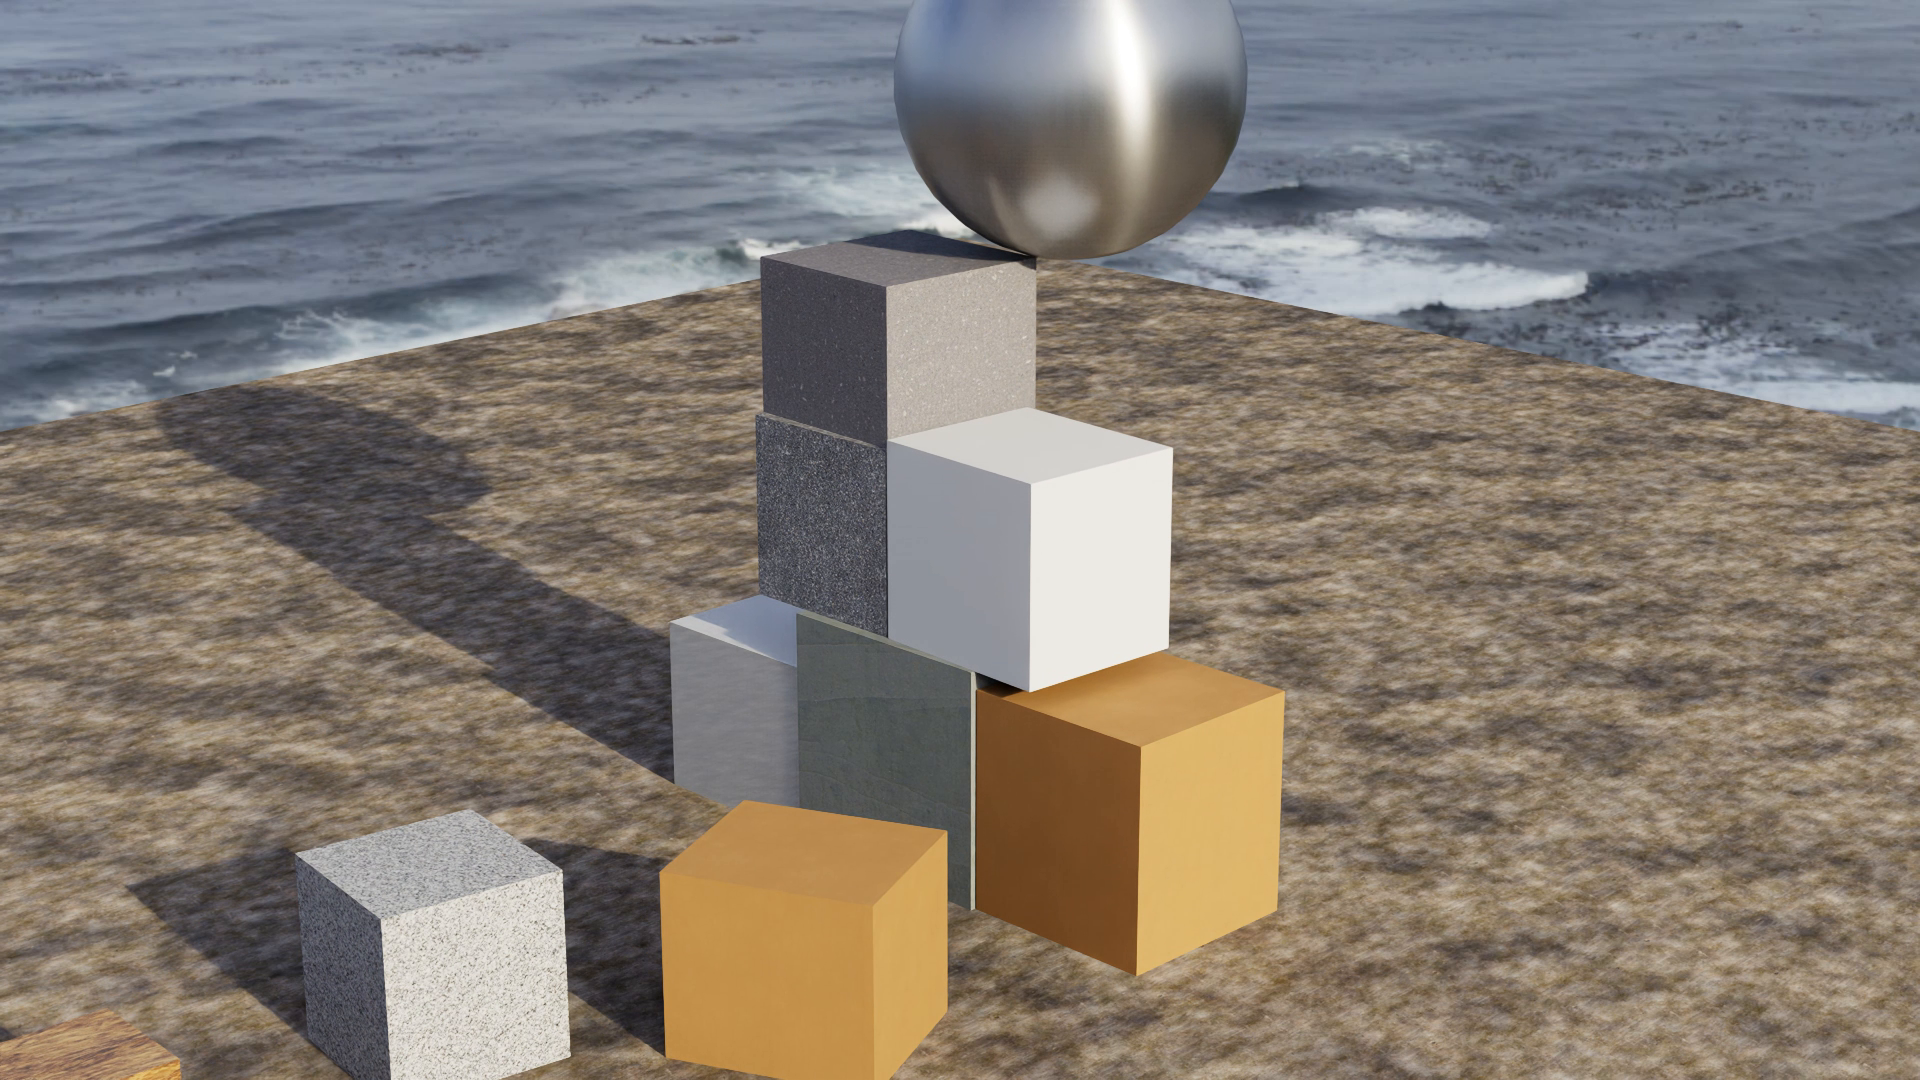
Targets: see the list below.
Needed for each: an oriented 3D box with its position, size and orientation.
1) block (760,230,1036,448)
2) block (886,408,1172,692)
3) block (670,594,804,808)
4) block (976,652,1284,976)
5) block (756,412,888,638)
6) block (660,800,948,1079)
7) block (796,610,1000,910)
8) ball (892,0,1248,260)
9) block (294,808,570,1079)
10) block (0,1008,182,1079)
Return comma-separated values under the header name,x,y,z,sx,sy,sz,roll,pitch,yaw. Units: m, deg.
name,x,y,z,sx,sy,sz,roll,pitch,yaw
block,-0.281,-0.939,13.444,0.908,0.731,0.871,-15,23,-40
block,0.302,0.020,12.974,0.846,0.926,0.928,-15,23,-40
block,-0.750,0.802,14.373,0.936,0.851,0.936,-17,24,-42
block,0.744,1.154,12.934,0.940,1.043,0.957,-17,24,-42
block,-0.339,-0.158,13.631,0.837,0.872,0.874,-17,24,-42
block,-0.616,1.626,11.821,0.906,0.809,0.786,7,19,20
block,-0.010,0.892,13.627,1.135,1.128,0.972,17,24,42
ball,0.497,-2.062,13.215,1.600,1.600,1.600,0,17,0
block,-2.104,1.659,11.708,0.777,0.814,0.774,-13,21,-35
block,-3.190,2.131,10.598,0.567,0.579,0.549,-15,23,-40
